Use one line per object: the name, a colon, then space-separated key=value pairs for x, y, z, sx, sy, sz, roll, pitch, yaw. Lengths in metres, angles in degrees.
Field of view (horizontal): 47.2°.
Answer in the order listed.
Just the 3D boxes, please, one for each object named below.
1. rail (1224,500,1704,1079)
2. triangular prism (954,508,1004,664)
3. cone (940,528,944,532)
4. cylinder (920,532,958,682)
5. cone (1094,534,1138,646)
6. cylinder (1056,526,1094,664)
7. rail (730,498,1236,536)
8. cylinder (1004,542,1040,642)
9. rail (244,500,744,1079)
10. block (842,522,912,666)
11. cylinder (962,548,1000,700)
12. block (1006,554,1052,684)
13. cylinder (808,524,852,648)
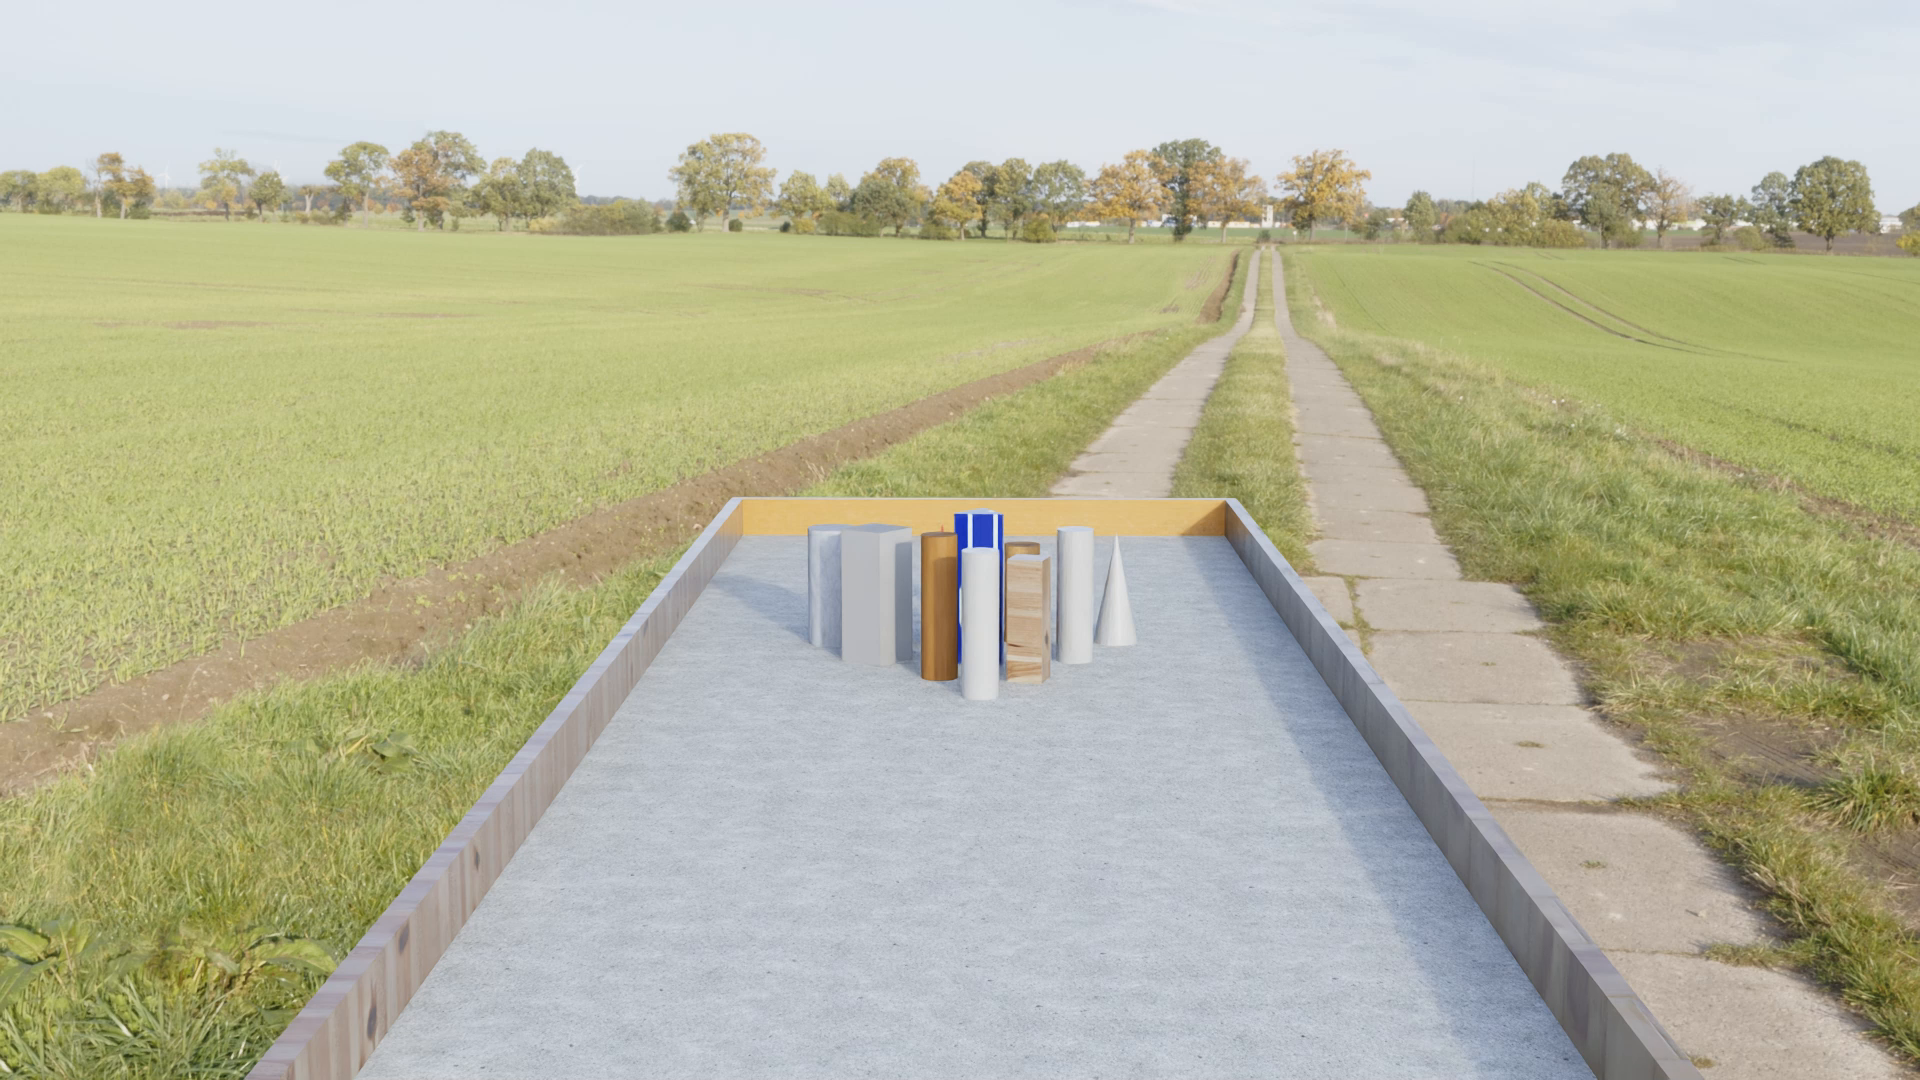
rail: x=1.046 y=0.843 z=3.208 sx=0.050 sy=0.150 sz=12.000 roll=0 pitch=9 yaw=1
triangular prism: x=0.064 y=0.138 z=6.673 sx=0.147 sy=0.458 sz=0.127 roll=1 pitch=9 yaw=7
cone: x=-0.056 y=0.135 z=6.927 sx=0.113 sy=0.386 sz=0.113 roll=0 pitch=9 yaw=0
cylinder: x=-0.060 y=0.193 z=6.432 sx=0.107 sy=0.425 sz=0.107 roll=0 pitch=9 yaw=0
cone: x=0.493 y=0.148 z=6.954 sx=0.142 sy=0.351 sz=0.142 roll=0 pitch=9 yaw=0
cylinder: x=0.349 y=0.166 z=6.671 sx=0.112 sy=0.404 sz=0.112 roll=0 pitch=9 yaw=0
rail: x=0.099 y=-0.098 z=9.147 sx=2.100 sy=0.150 sz=0.050 roll=0 pitch=9 yaw=1
cylinder: x=0.196 y=0.167 z=6.962 sx=0.112 sy=0.312 sz=0.112 roll=0 pitch=9 yaw=0
rail: x=-1.004 y=0.839 z=3.234 sx=0.050 sy=0.150 sz=12.000 roll=0 pitch=9 yaw=1
block: x=-0.252 y=0.164 z=6.680 sx=0.152 sy=0.406 sz=0.152 roll=7 pitch=11 yaw=38
cylinder: x=0.057 y=0.235 z=6.189 sx=0.107 sy=0.418 sz=0.107 roll=0 pitch=9 yaw=0
block: x=0.201 y=0.229 z=6.410 sx=0.105 sy=0.361 sz=0.105 roll=3 pitch=9 yaw=16
cylinder: x=-0.400 y=0.142 z=6.941 sx=0.159 sy=0.367 sz=0.159 roll=0 pitch=9 yaw=0
